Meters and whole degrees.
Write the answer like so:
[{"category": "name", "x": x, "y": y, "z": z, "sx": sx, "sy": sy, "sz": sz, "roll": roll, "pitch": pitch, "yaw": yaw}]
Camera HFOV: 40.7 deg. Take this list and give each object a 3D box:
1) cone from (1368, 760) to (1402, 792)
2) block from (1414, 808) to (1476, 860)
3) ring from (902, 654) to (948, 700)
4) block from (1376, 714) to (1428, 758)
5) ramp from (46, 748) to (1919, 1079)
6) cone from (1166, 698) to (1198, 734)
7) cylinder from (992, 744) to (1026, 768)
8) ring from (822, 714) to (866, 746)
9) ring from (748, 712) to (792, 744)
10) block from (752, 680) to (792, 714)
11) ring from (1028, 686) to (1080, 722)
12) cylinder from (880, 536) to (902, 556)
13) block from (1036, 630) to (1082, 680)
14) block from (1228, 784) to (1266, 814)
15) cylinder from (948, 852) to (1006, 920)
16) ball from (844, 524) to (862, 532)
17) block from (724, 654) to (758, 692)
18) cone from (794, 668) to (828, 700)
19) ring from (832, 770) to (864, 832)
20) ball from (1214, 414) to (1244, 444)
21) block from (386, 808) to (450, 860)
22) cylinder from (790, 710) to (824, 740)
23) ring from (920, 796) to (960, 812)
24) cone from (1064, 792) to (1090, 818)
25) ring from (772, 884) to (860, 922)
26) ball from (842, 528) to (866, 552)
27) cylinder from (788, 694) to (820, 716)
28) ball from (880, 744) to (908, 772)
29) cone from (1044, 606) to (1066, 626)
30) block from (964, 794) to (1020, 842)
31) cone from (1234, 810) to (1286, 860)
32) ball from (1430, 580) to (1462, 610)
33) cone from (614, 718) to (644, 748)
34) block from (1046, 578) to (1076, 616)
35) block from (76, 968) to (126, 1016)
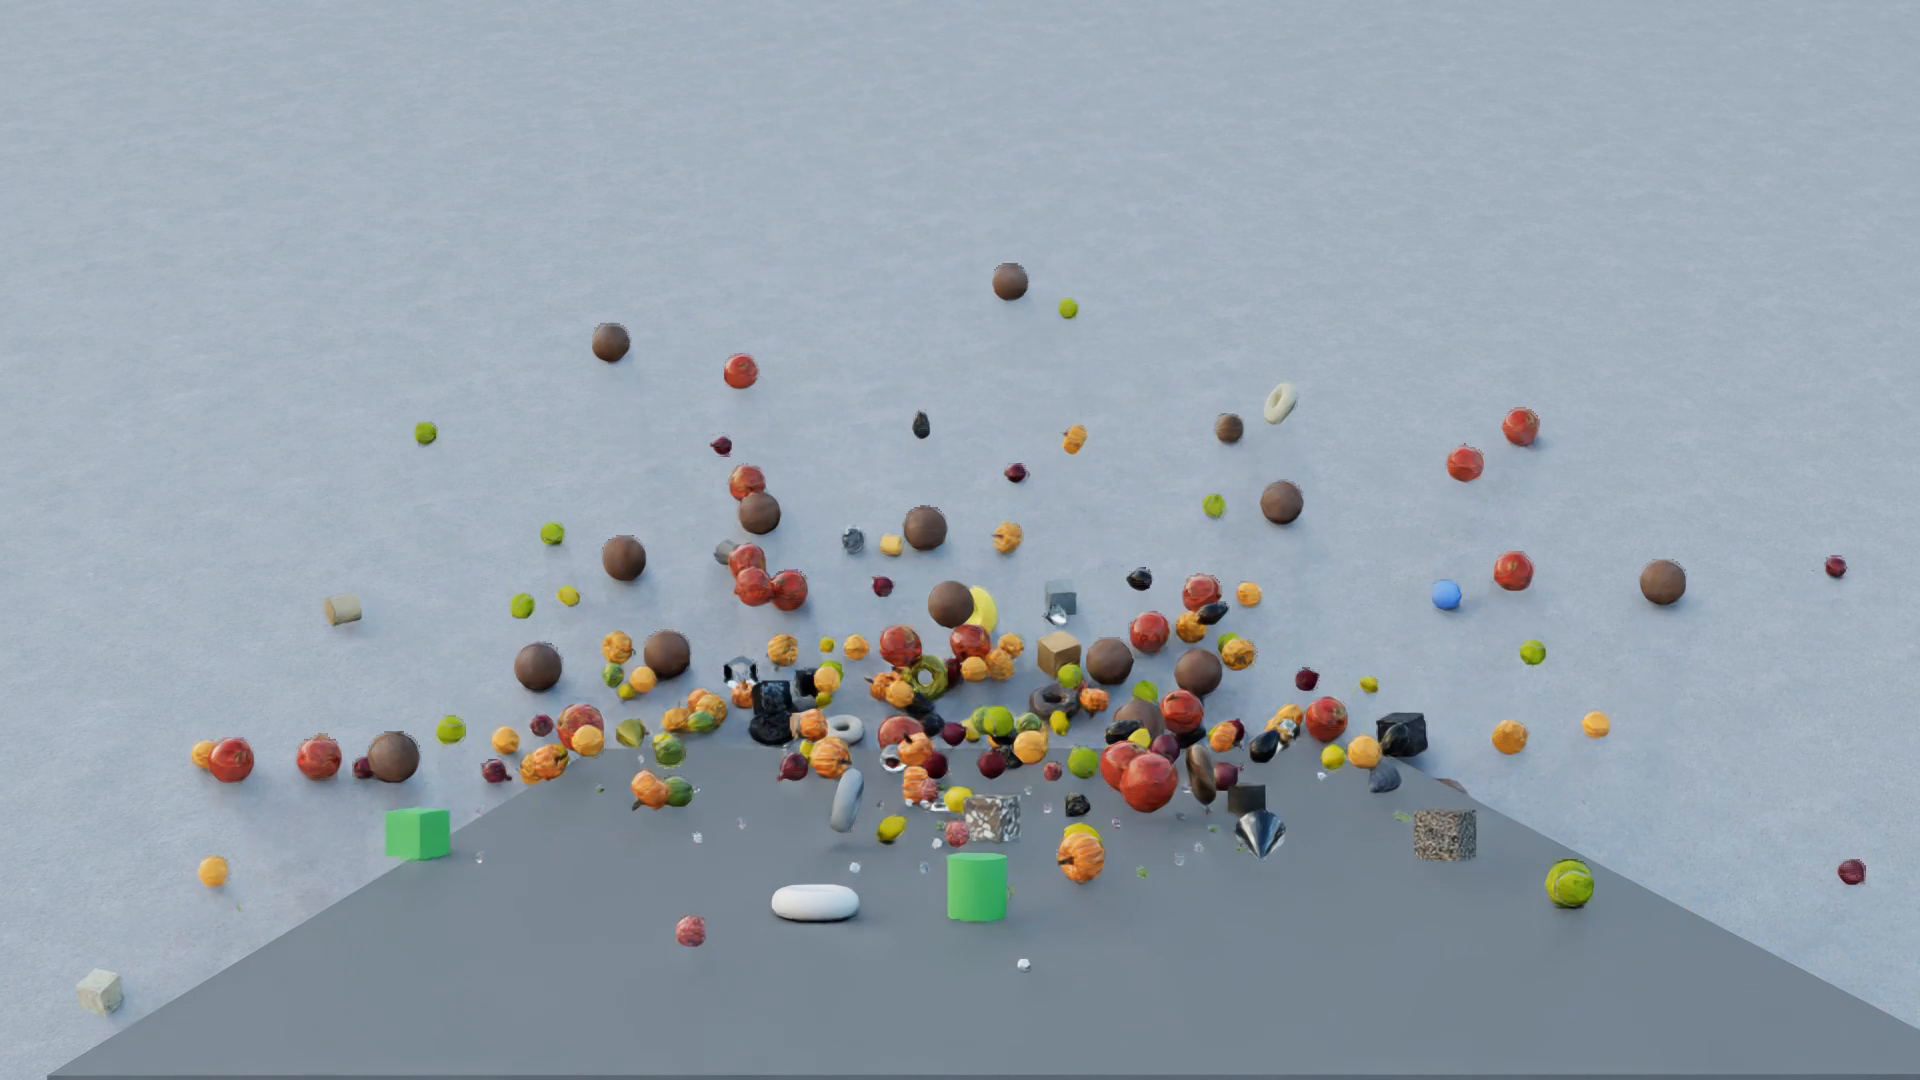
[{"category": "cone", "x": 0.888, "y": 0.520, "z": 5.513, "sx": 0.076, "sy": 0.076, "sz": 0.076, "roll": 20, "pitch": 39, "yaw": 32}, {"category": "block", "x": 0.828, "y": 0.501, "z": 4.414, "sx": 0.079, "sy": 0.079, "sz": 0.079, "roll": 0, "pitch": 0, "yaw": 34}, {"category": "ring", "x": -0.093, "y": 0.371, "z": 6.988, "sx": 0.128, "sy": 0.128, "sz": 0.043, "roll": 4, "pitch": -2, "yaw": 7}, {"category": "block", "x": 1.150, "y": 0.507, "z": 6.727, "sx": 0.093, "sy": 0.093, "sz": 0.093, "roll": -2, "pitch": 9, "yaw": 35}, {"category": "ramp", "x": 0.066, "y": 0.590, "z": 4.642, "sx": 2.000, "sy": 0.100, "sz": 4.000, "roll": 0, "pitch": 0, "yaw": 0}, {"category": "cone", "x": 0.611, "y": 0.468, "z": 6.890, "sx": 0.097, "sy": 0.097, "sz": 0.097, "roll": 18, "pitch": 8, "yaw": 29}, {"category": "cylinder", "x": 0.115, "y": 0.508, "z": 6.061, "sx": 0.054, "sy": 0.054, "sz": 0.054, "roll": 10, "pitch": 15, "yaw": -46}, {"category": "ring", "x": -0.309, "y": 0.503, "z": 6.834, "sx": 0.118, "sy": 0.039, "sz": 0.118, "roll": -1, "pitch": 30, "yaw": 1}, {"category": "ring", "x": -0.493, "y": 0.497, "z": 6.838, "sx": 0.131, "sy": 0.044, "sz": 0.131, "roll": 2, "pitch": 27, "yaw": -1}, {"category": "block", "x": -0.501, "y": 0.419, "z": 6.890, "sx": 0.076, "sy": 0.076, "sz": 0.076, "roll": -1, "pitch": -13, "yaw": -28}, {"category": "ring", "x": 0.254, "y": 0.438, "z": 6.940, "sx": 0.141, "sy": 0.047, "sz": 0.141, "roll": 1, "pitch": 28, "yaw": -1}, {"category": "cylinder", "x": -0.203, "y": 0.016, "z": 7.682, "sx": 0.052, "sy": 0.052, "sz": 0.052, "roll": 10, "pitch": 31, "yaw": 15}, {"category": "block", "x": 0.272, "y": 0.316, "z": 7.116, "sx": 0.087, "sy": 0.087, "sz": 0.087, "roll": -16, "pitch": 33, "yaw": -26}, {"category": "block", "x": 0.567, "y": 0.511, "z": 5.114, "sx": 0.054, "sy": 0.054, "sz": 0.054, "roll": 0, "pitch": 0, "yaw": -33}, {"category": "cylinder", "x": 0.024, "y": 0.500, "z": 3.734, "sx": 0.086, "sy": 0.086, "sz": 0.086, "roll": 0, "pitch": 0, "yaw": 0}, {"category": "ball", "x": -0.322, "y": -0.023, "z": 7.752, "sx": 0.053, "sy": 0.053, "sz": 0.053, "roll": 0, "pitch": 29, "yaw": 0}, {"category": "block", "x": -0.599, "y": 0.364, "z": 7.055, "sx": 0.063, "sy": 0.063, "sz": 0.063, "roll": -26, "pitch": 38, "yaw": -38}, {"category": "cone", "x": -0.423, "y": 0.372, "z": 6.965, "sx": 0.098, "sy": 0.098, "sz": 0.098, "roll": -11, "pitch": 60, "yaw": 19}, {"category": "ring", "x": -0.201, "y": 0.465, "z": 4.614, "sx": 0.038, "sy": 0.115, "sz": 0.115, "roll": 14, "pitch": 31, "yaw": 6}, {"category": "ball", "x": 0.863, "y": -0.357, "z": 8.301, "sx": 0.095, "sy": 0.095, "sz": 0.095, "roll": 0, "pitch": 29, "yaw": 0}, {"category": "block", "x": -0.931, "y": 0.503, "z": 4.437, "sx": 0.077, "sy": 0.077, "sz": 0.077, "roll": 0, "pitch": 0, "yaw": 29}, {"category": "cylinder", "x": -0.395, "y": 0.478, "z": 6.668, "sx": 0.069, "sy": 0.069, "sz": 0.069, "roll": -5, "pitch": 29, "yaw": -20}, {"category": "ring", "x": -0.040, "y": 0.525, "z": 5.158, "sx": 0.078, "sy": 0.026, "sz": 0.078, "roll": 1, "pitch": -1, "yaw": 0}, {"category": "cone", "x": 0.217, "y": 0.527, "z": 5.036, "sx": 0.053, "sy": 0.053, "sz": 0.053, "roll": 20, "pitch": 48, "yaw": 31}, {"category": "ring", "x": -0.208, "y": 0.522, "z": 3.726, "sx": 0.126, "sy": 0.042, "sz": 0.126, "roll": 1, "pitch": -1, "yaw": 0}, {"category": "ball", "x": -0.317, "y": 0.002, "z": 7.690, "sx": 0.070, "sy": 0.070, "sz": 0.070, "roll": 0, "pitch": 29, "yaw": 0}, {"category": "cylinder", "x": -0.417, "y": 0.452, "z": 6.902, "sx": 0.061, "sy": 0.061, "sz": 0.061, "roll": -20, "pitch": 35, "yaw": -30}, {"category": "ball", "x": -0.152, "y": 0.503, "z": 5.973, "sx": 0.066, "sy": 0.066, "sz": 0.066, "roll": 0, "pitch": 29, "yaw": 0}, {"category": "cone", "x": 0.259, "y": 0.218, "z": 7.351, "sx": 0.060, "sy": 0.060, "sz": 0.060, "roll": -27, "pitch": 13, "yaw": -39}, {"category": "block", "x": 0.058, "y": 0.502, "z": 4.677, "sx": 0.076, "sy": 0.076, "sz": 0.076, "roll": 0, "pitch": 0, "yaw": 31}, {"category": "cone", "x": 0.511, "y": 0.521, "z": 4.392, "sx": 0.088, "sy": 0.088, "sz": 0.088, "roll": 2, "pitch": 27, "yaw": 4}, {"category": "ball", "x": 1.391, "y": 0.157, "z": 7.399, "sx": 0.085, "sy": 0.085, "sz": 0.085, "roll": 0, "pitch": 29, "yaw": 0}, {"category": "cone", "x": -0.839, "y": 0.516, "z": 6.667, "sx": 0.080, "sy": 0.080, "sz": 0.080, "roll": -13, "pitch": 35, "yaw": -22}, {"category": "block", "x": 0.288, "y": 0.165, "z": 7.395, "sx": 0.076, "sy": 0.076, "sz": 0.076, "roll": -3, "pitch": 30, "yaw": -6}, {"category": "block", "x": -1.951, "y": 1.027, "z": 5.873, "sx": 0.068, "sy": 0.068, "sz": 0.068, "roll": 9, "pitch": 31, "yaw": 21}]
